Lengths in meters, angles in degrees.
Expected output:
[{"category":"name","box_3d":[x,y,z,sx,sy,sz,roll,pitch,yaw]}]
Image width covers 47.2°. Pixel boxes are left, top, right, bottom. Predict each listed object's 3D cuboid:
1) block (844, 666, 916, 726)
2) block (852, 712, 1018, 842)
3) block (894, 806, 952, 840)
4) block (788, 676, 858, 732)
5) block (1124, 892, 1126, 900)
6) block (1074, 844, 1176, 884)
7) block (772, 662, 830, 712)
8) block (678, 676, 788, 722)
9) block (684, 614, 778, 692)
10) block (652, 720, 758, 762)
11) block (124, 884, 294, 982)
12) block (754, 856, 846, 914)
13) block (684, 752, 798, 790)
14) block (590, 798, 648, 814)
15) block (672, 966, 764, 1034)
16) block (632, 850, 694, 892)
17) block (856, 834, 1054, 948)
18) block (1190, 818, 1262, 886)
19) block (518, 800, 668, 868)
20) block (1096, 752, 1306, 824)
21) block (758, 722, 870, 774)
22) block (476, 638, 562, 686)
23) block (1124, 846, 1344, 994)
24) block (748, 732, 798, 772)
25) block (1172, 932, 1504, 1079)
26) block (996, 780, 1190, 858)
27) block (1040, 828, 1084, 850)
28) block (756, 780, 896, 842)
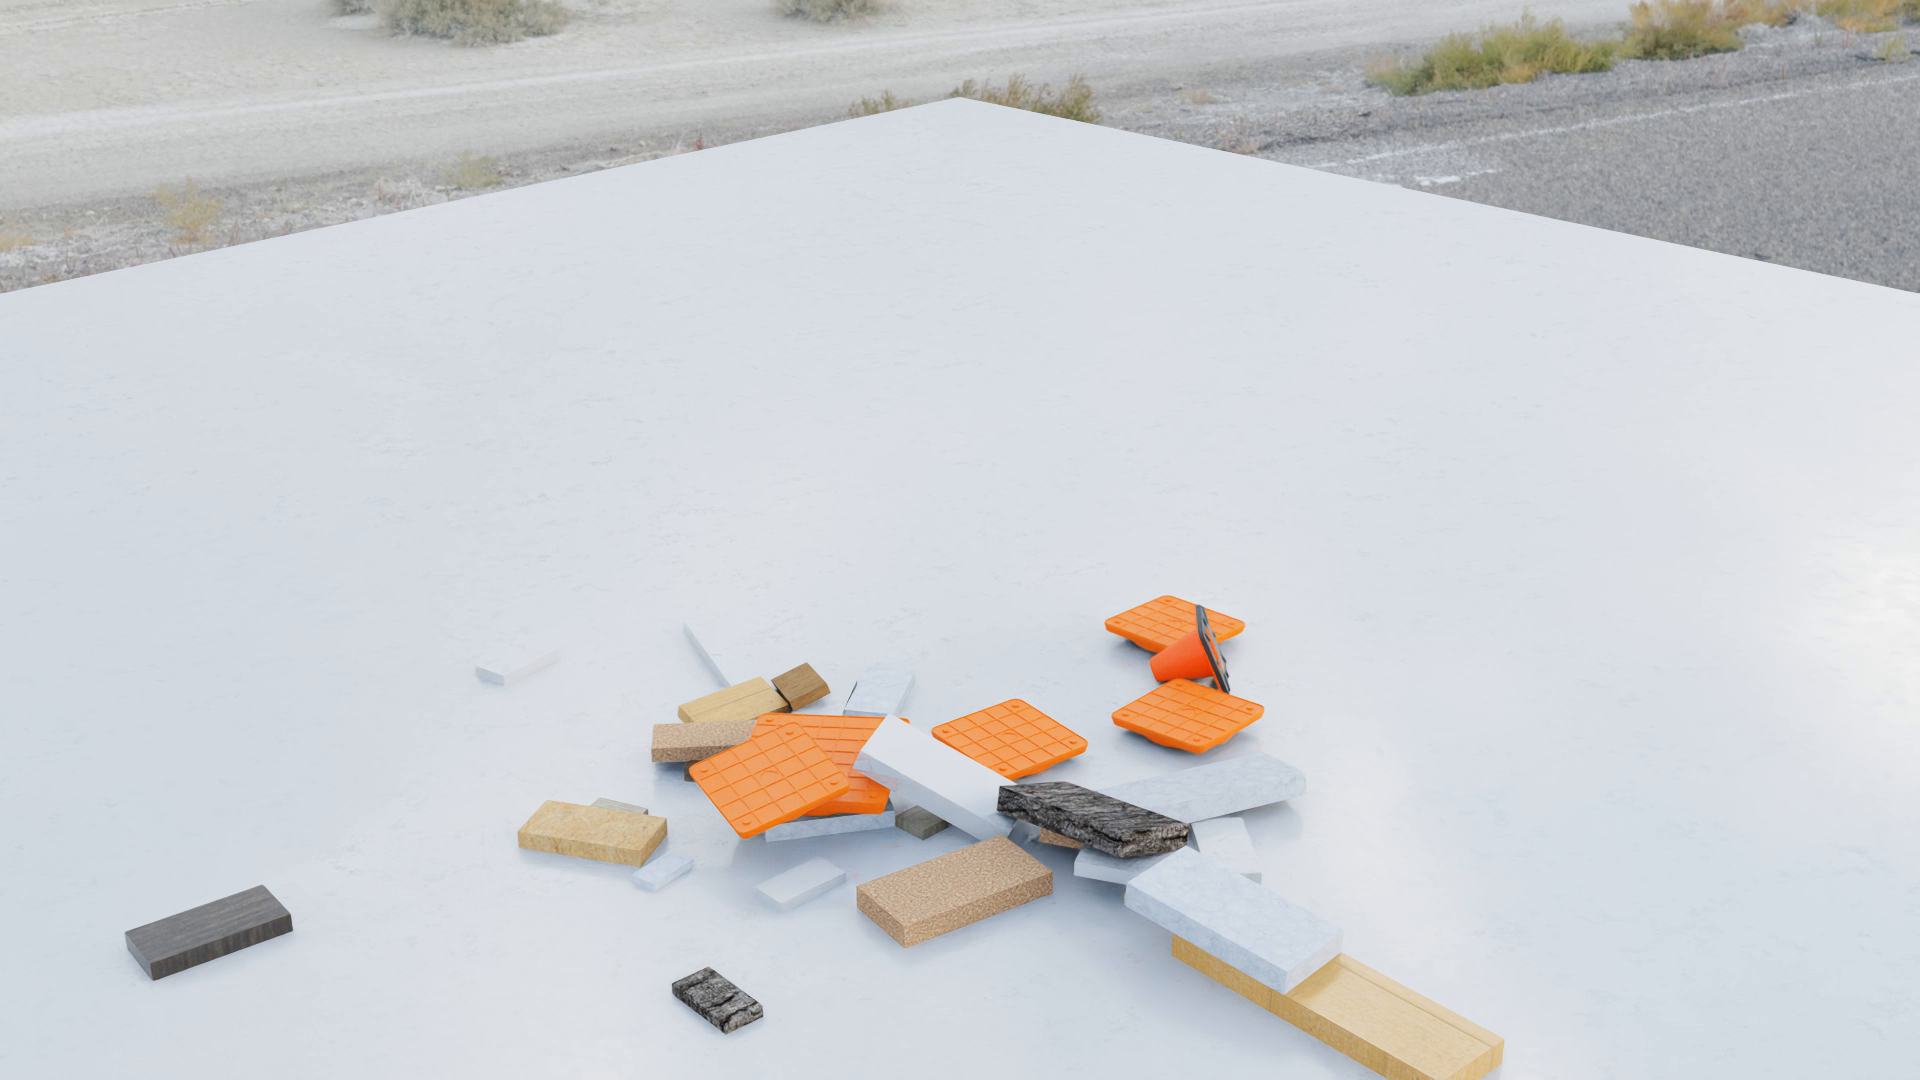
[{"category":"block","box_3d":[-0.177,0.347,4.903,0.111,0.031,0.221,5,23,11]},{"category":"block","box_3d":[-0.033,0.482,4.400,0.334,0.047,0.167,29,28,6]},{"category":"block","box_3d":[-0.046,0.552,4.432,0.080,0.023,0.160,21,31,40]},{"category":"block","box_3d":[-0.301,0.365,4.860,0.108,0.031,0.217,3,23,8]},{"category":"block","box_3d":[0.367,0.685,4.126,0.058,0.016,0.115,-17,28,-35]},{"category":"block","box_3d":[0.330,0.613,4.152,0.209,0.030,0.104,8,23,16]},{"category":"block","box_3d":[-0.355,0.325,4.886,0.091,0.026,0.182,-26,18,-11]},{"category":"block","box_3d":[-0.495,0.372,4.806,0.217,0.031,0.108,-19,46,-37]},{"category":"block","box_3d":[-0.533,0.274,5.081,0.091,0.026,0.429,-9,25,-21]},{"category":"block","box_3d":[-0.537,0.424,4.643,0.221,0.031,0.111,-2,23,-4]},{"category":"block","box_3d":[-1.374,0.716,4.025,0.261,0.037,0.131,-17,28,-35]},{"category":"block","box_3d":[-0.304,0.656,4.186,0.160,0.023,0.080,-20,30,-39]},{"category":"block","box_3d":[-0.457,0.475,4.602,0.217,0.031,0.108,4,23,10]},{"category":"block","box_3d":[-0.694,0.551,4.442,0.114,0.016,0.057,10,25,22]},{"category":"block","box_3d":[-0.424,0.803,3.840,0.080,0.023,0.160,-19,30,-38]},{"category":"block","box_3d":[-0.573,0.636,4.240,0.057,0.016,0.114,16,28,33]},{"category":"block","box_3d":[-0.009,0.659,4.146,0.334,0.047,0.167,-15,27,-31]},{"category":"block","box_3d":[0.516,0.608,4.289,0.104,0.030,0.209,-2,23,-4]},{"category":"block","box_3d":[-0.726,0.579,4.349,0.261,0.037,0.131,6,24,15]},{"category":"block","box_3d":[0.489,0.511,4.454,0.393,0.047,0.167,-10,13,-22]},{"category":"block","box_3d":[-0.320,0.441,4.681,0.272,0.031,0.111,6,24,14]},{"category":"block","box_3d":[-1.017,0.280,5.069,0.091,0.026,0.182,15,27,32]},{"category":"block","box_3d":[0.489,0.676,3.937,0.352,0.050,0.176,25,33,36]},{"category":"block","box_3d":[-0.381,0.430,4.475,0.057,0.016,0.114,7,28,20]},{"category":"block","box_3d":[0.646,0.793,3.828,0.176,0.050,0.590,-19,30,-38]},{"category":"block","box_3d":[0.254,0.538,4.263,0.176,0.050,0.352,1,8,-40]},{"category":"block","box_3d":[0.271,0.586,4.295,0.209,0.030,0.104,8,3,18]},{"category":"block","box_3d":[-0.272,0.544,4.431,0.261,0.037,0.131,-5,24,-12]}]
